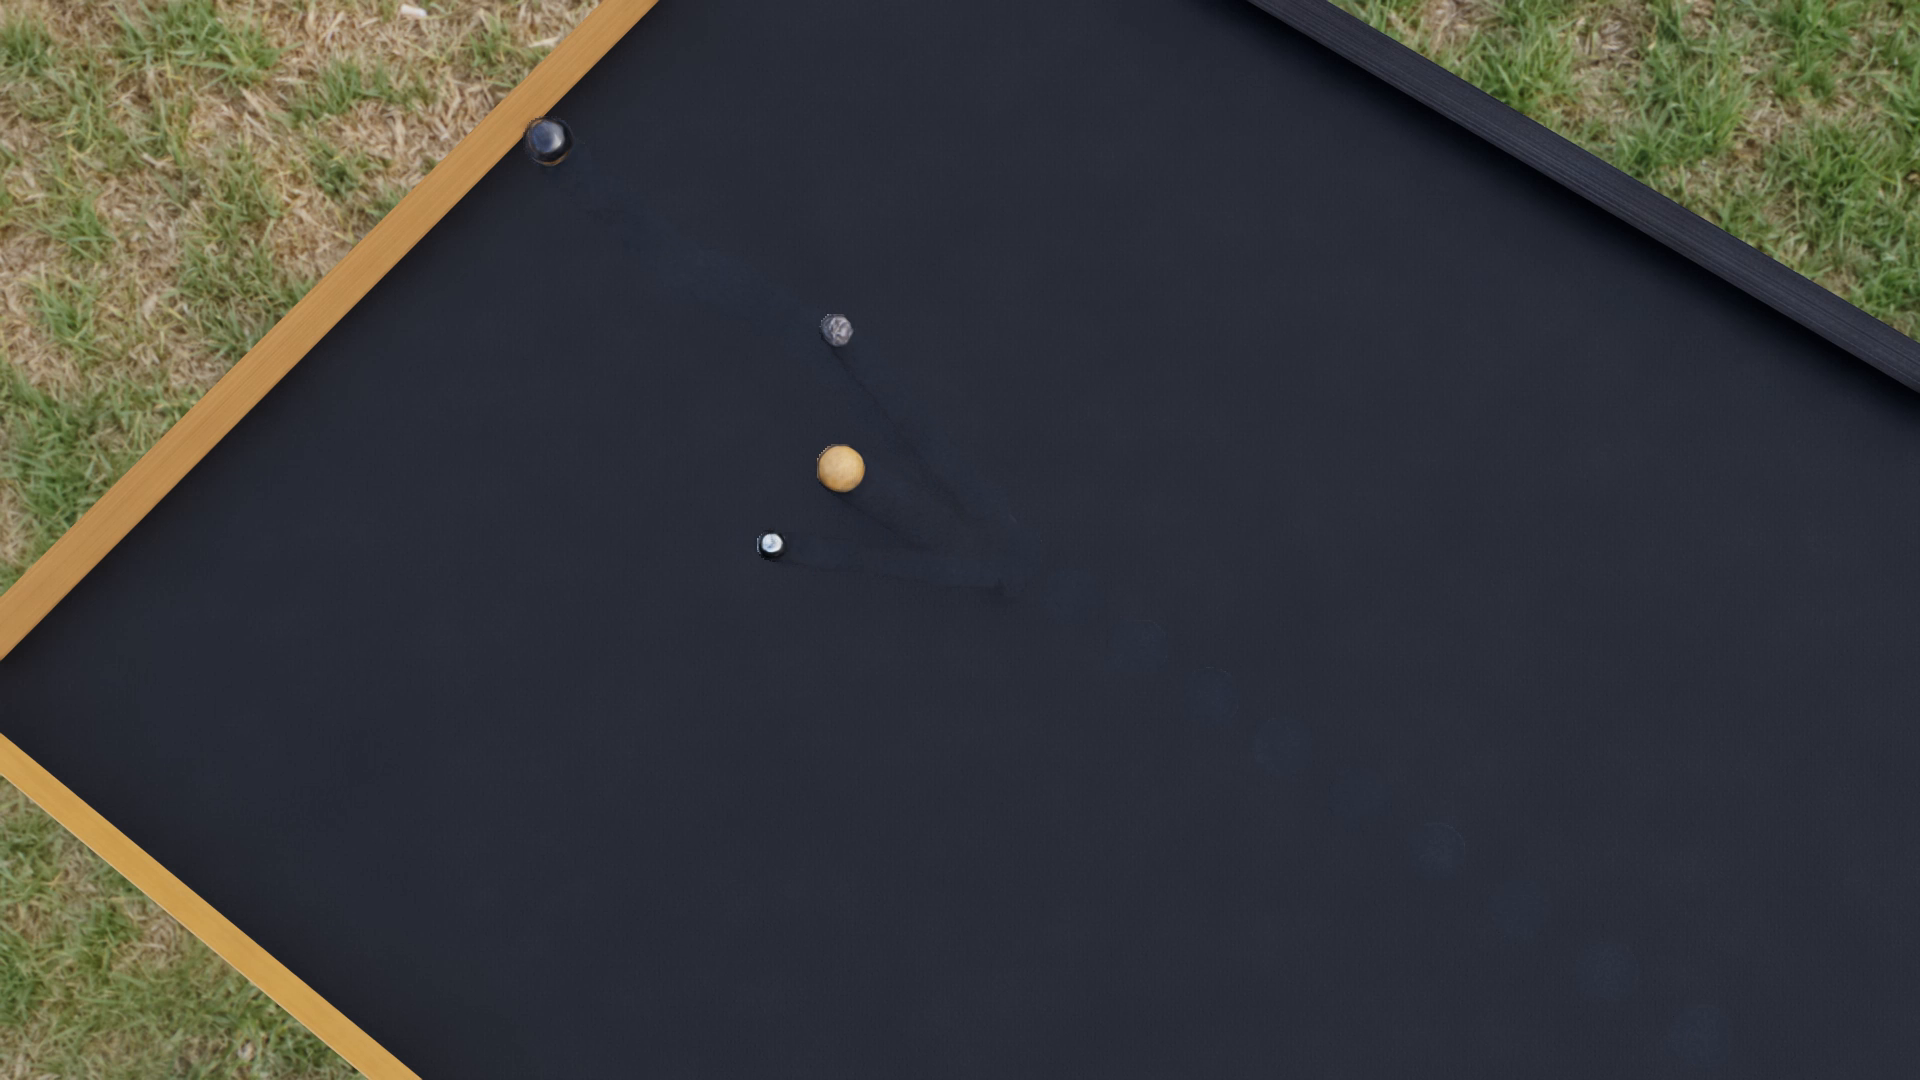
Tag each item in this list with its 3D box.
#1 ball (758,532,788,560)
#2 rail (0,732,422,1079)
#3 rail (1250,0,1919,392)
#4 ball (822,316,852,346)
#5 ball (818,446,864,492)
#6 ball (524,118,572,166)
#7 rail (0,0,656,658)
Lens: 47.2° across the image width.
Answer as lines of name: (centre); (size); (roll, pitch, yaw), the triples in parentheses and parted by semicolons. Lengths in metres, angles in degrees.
ball: (-0.303, 0.008, 3.559); (0.046, 0.046, 0.046); (0, 66, 0)
rail: (0.185, 1.462, 2.867); (4.472, 0.106, 0.045); (34, 70, 14)
rail: (1.603, -0.260, 3.646); (4.472, 0.106, 0.045); (34, 70, 14)
ball: (-0.208, -0.354, 3.720); (0.052, 0.052, 0.052); (0, 66, 0)
ball: (-0.194, -0.116, 3.599); (0.076, 0.076, 0.076); (0, 66, 0)
ball: (-0.720, -0.697, 3.852); (0.082, 0.082, 0.082); (0, 66, 0)
rail: (-0.875, -0.609, 3.805); (0.045, 0.106, 2.411); (34, 70, 14)
